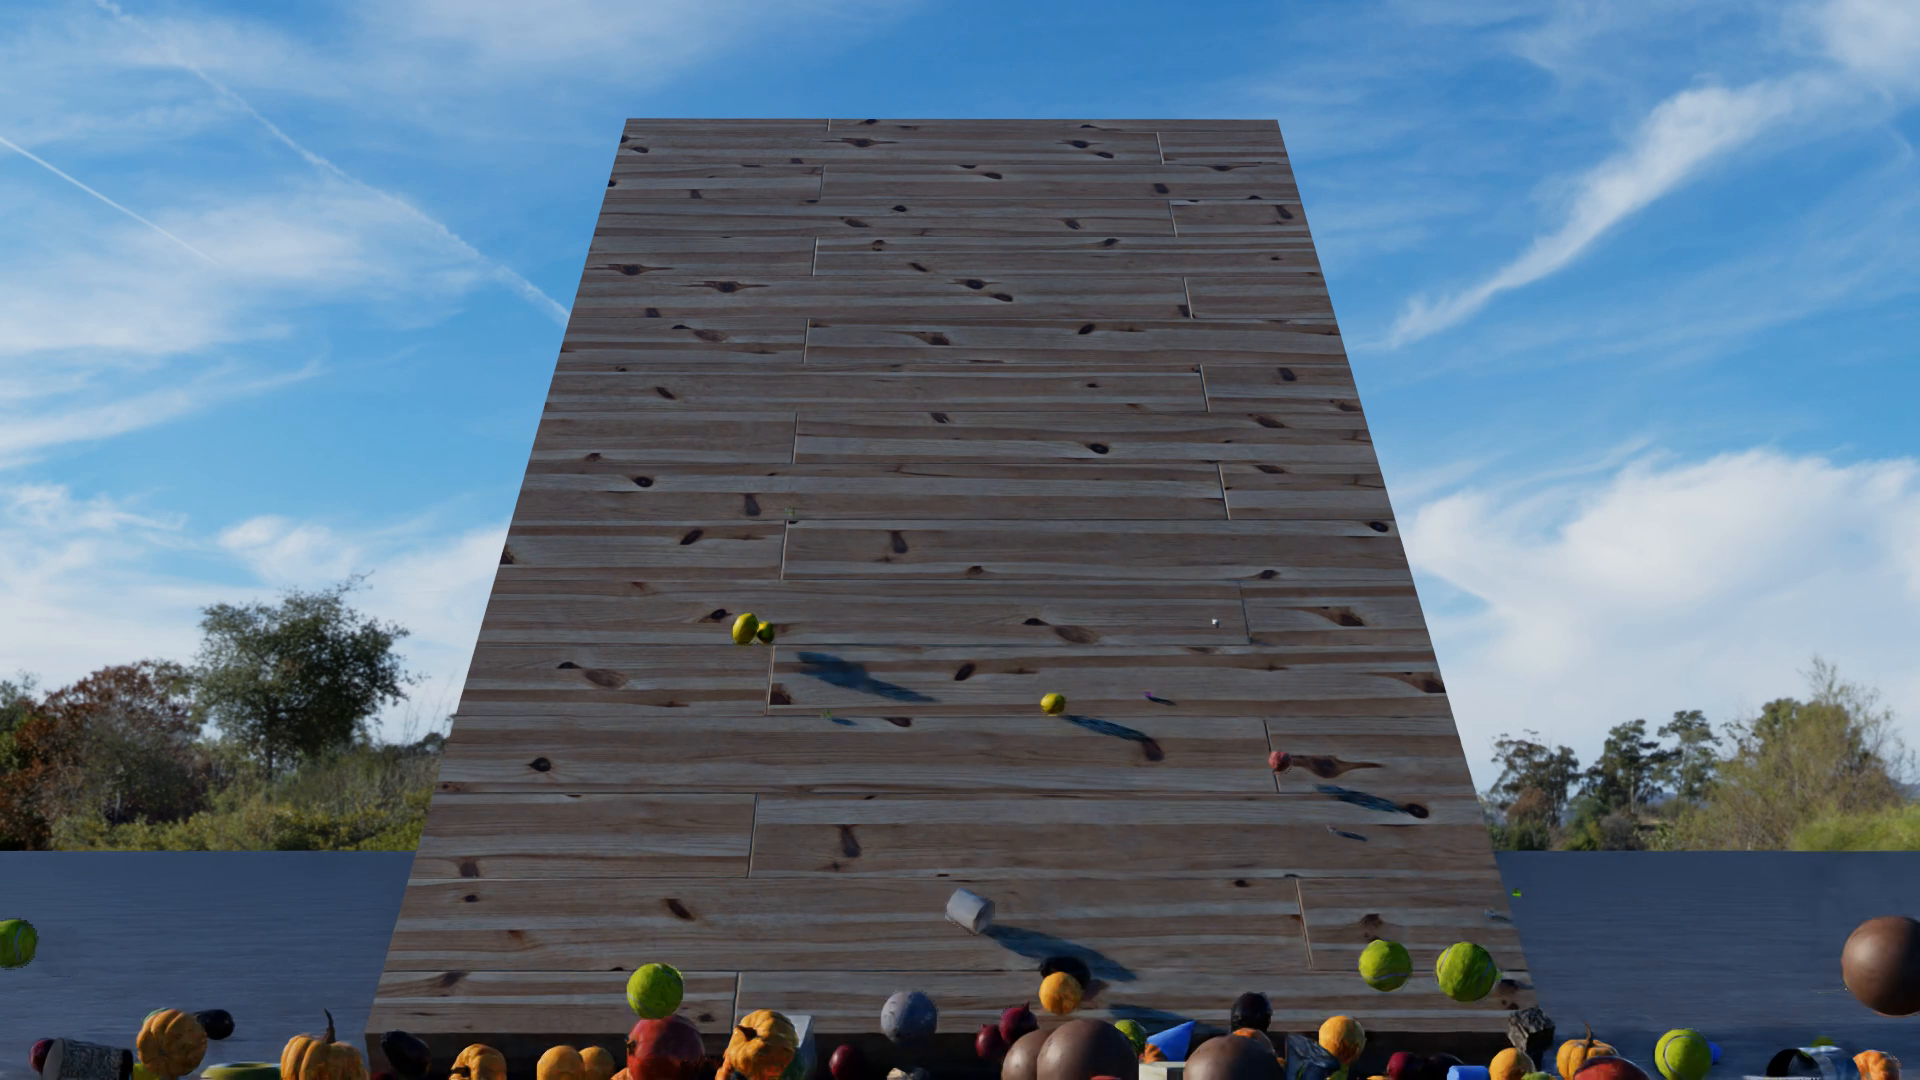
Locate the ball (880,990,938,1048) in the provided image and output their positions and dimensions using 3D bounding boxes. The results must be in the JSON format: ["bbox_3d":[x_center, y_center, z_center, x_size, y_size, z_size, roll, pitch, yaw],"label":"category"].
[{"bbox_3d":[-0.078,0.730,3.731,0.087,0.087,0.087,0,-7,0],"label":"ball"}]

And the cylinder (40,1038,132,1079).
[{"bbox_3d":[-1.154,0.710,3.232,0.092,0.092,0.092,18,-15,-29],"label":"cylinder"}]

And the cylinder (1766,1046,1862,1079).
[{"bbox_3d":[1.257,0.796,3.605,0.096,0.096,0.096,6,-9,-38],"label":"cylinder"}]

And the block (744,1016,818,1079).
[{"bbox_3d":[-0.255,0.735,3.484,0.083,0.083,0.083,-2,21,8],"label":"block"}]

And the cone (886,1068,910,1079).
[{"bbox_3d":[-0.108,0.811,3.486,0.085,0.085,0.085,-27,7,-30],"label":"cone"}]

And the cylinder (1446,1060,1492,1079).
[{"bbox_3d":[0.794,0.846,3.818,0.051,0.051,0.051,-24,4,-26],"label":"cylinder"}]

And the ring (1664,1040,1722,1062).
[{"bbox_3d":[1.342,0.937,4.480,0.102,0.034,0.102,1,-5,0],"label":"ring"}]

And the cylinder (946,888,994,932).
[{"bbox_3d":[0.018,0.657,4.347,0.060,0.060,0.060,26,7,30],"label":"cylinder"}]

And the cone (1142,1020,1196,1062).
[{"bbox_3d":[0.359,0.815,4.007,0.083,0.083,0.083,43,-9,8],"label":"cone"}]

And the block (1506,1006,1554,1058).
[{"bbox_3d":[0.959,0.825,4.111,0.053,0.053,0.053,-12,34,-19],"label":"block"}]

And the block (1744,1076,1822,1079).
[{"bbox_3d":[1.059,0.737,3.123,0.094,0.094,0.094,-1,-7,7],"label":"block"}]

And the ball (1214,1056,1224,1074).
[{"bbox_3d":[0.433,0.854,3.934,0.055,0.055,0.055,0,-7,0],"label":"ball"}]

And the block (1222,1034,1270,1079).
[{"bbox_3d":[0.451,0.825,3.864,0.057,0.057,0.057,-13,17,19],"label":"block"}]

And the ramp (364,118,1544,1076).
[{"bbox_3d":[-0.015,-0.188,5.860,2.000,0.100,4.000,0,32,0],"label":"ramp"}]

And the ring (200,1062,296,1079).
[{"bbox_3d":[-1.121,0.852,3.856,0.148,0.049,0.148,1,-8,0],"label":"ring"}]

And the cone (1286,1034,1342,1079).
[{"bbox_3d":[0.418,0.662,3.009,0.076,0.076,0.076,24,12,-5],"label":"cone"}]

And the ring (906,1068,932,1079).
[{"bbox_3d":[-0.074,0.820,3.651,0.079,0.026,0.079,-40,9,7],"label":"ring"}]

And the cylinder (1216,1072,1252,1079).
[{"bbox_3d":[0.376,0.795,3.491,0.069,0.069,0.069,2,-7,-19],"label":"cylinder"}]

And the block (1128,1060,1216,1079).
[{"bbox_3d":[0.297,0.777,3.418,0.088,0.088,0.088,5,-8,-33],"label":"block"}]
